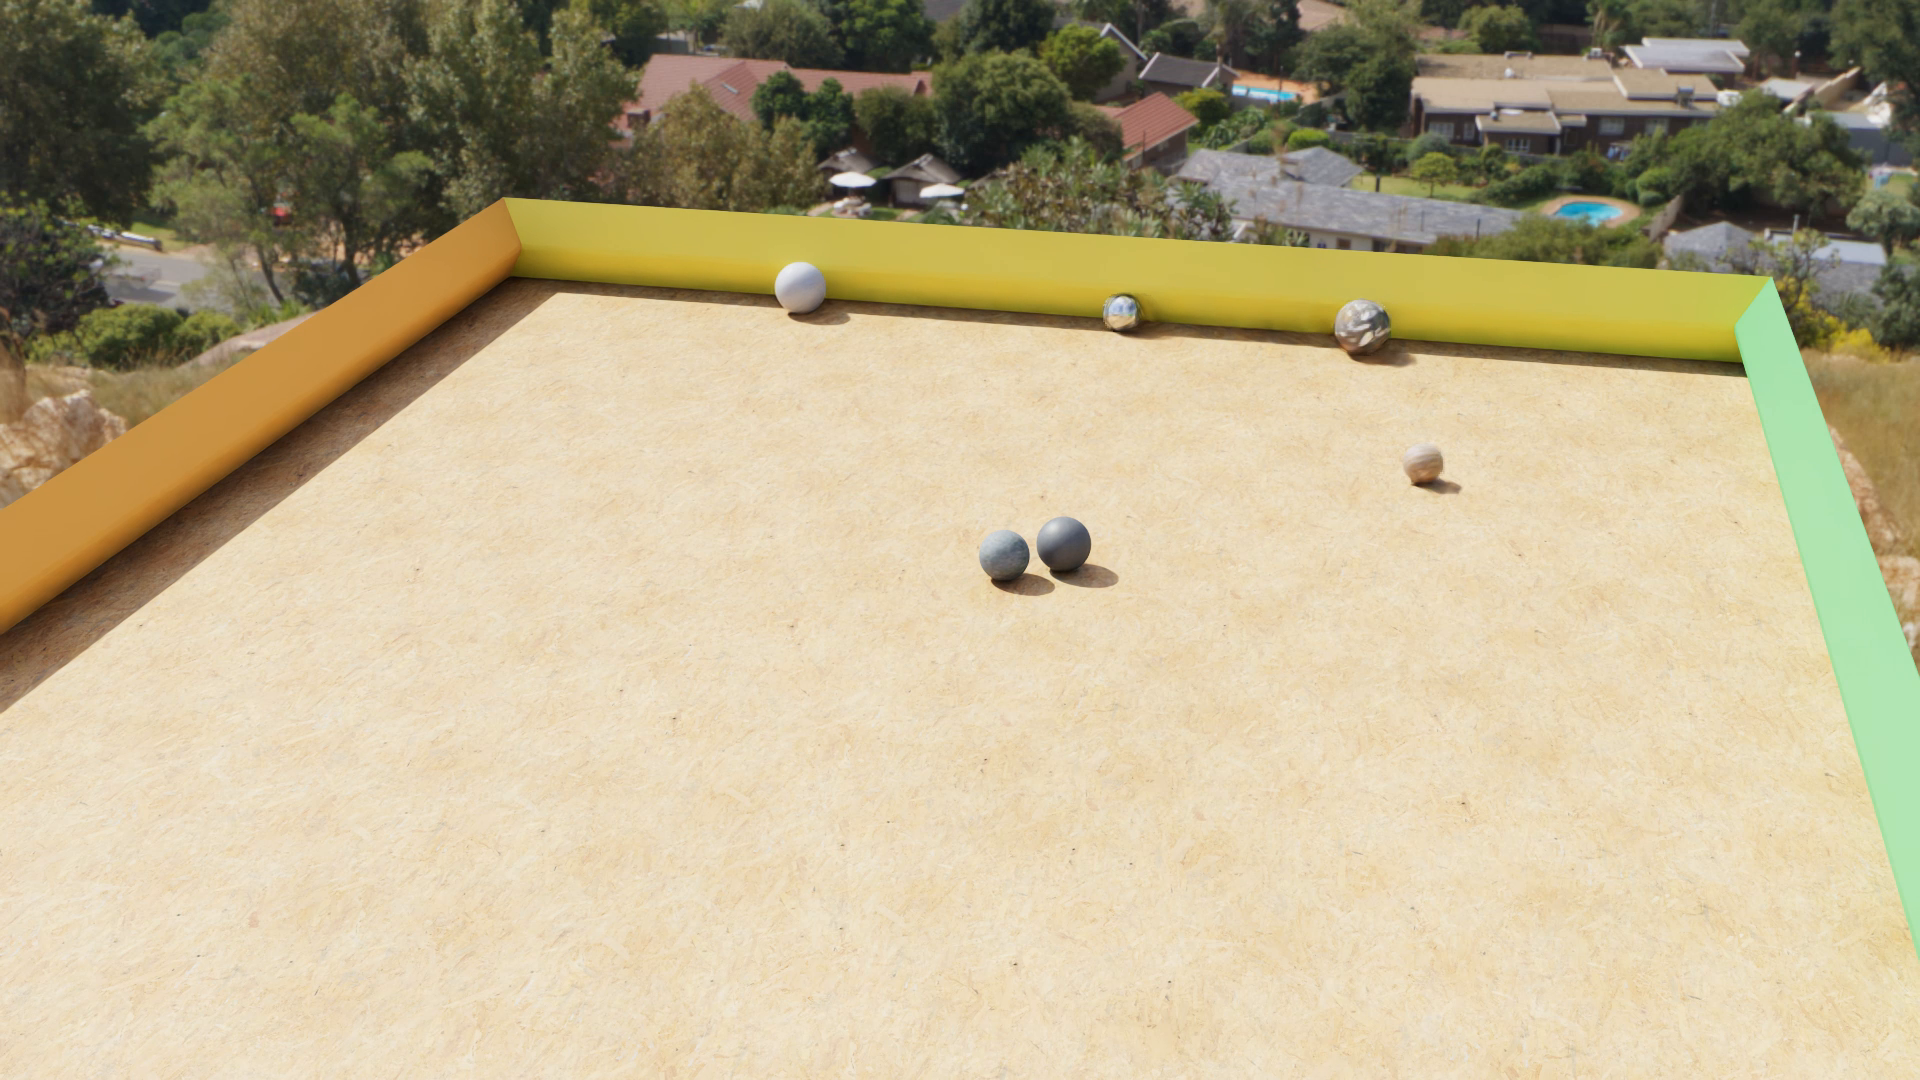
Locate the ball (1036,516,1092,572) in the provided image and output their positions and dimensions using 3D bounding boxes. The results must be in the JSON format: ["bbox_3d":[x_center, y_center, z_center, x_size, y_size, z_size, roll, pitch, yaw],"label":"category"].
[{"bbox_3d":[0.114,0.005,2.413,0.061,0.061,0.061,0,24,0],"label":"ball"}]

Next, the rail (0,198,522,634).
[{"bbox_3d":[-1.088,0.247,1.783,0.045,0.124,3.639,5,24,12],"label":"rail"}]

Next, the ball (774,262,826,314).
[{"bbox_3d":[-0.235,-0.373,3.249,0.076,0.076,0.076,0,24,0],"label":"ball"}]

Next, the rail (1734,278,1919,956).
[{"bbox_3d":[0.681,0.411,1.412,0.045,0.124,3.639,5,24,12],"label":"rail"}]

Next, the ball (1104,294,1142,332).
[{"bbox_3d":[0.236,-0.328,3.176,0.054,0.054,0.054,0,24,0],"label":"ball"}]

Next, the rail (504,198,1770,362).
[{"bbox_3d":[0.198,-0.378,3.199,1.862,0.124,0.045,5,24,12],"label":"rail"}]

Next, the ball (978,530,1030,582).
[{"bbox_3d":[0.048,0.017,2.392,0.056,0.056,0.056,0,24,0],"label":"ball"}]

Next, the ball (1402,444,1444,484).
[{"bbox_3d":[0.558,-0.092,2.648,0.048,0.048,0.048,0,24,0],"label":"ball"}]

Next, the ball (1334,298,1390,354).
[{"bbox_3d":[0.563,-0.299,3.080,0.077,0.077,0.077,0,24,0],"label":"ball"}]
